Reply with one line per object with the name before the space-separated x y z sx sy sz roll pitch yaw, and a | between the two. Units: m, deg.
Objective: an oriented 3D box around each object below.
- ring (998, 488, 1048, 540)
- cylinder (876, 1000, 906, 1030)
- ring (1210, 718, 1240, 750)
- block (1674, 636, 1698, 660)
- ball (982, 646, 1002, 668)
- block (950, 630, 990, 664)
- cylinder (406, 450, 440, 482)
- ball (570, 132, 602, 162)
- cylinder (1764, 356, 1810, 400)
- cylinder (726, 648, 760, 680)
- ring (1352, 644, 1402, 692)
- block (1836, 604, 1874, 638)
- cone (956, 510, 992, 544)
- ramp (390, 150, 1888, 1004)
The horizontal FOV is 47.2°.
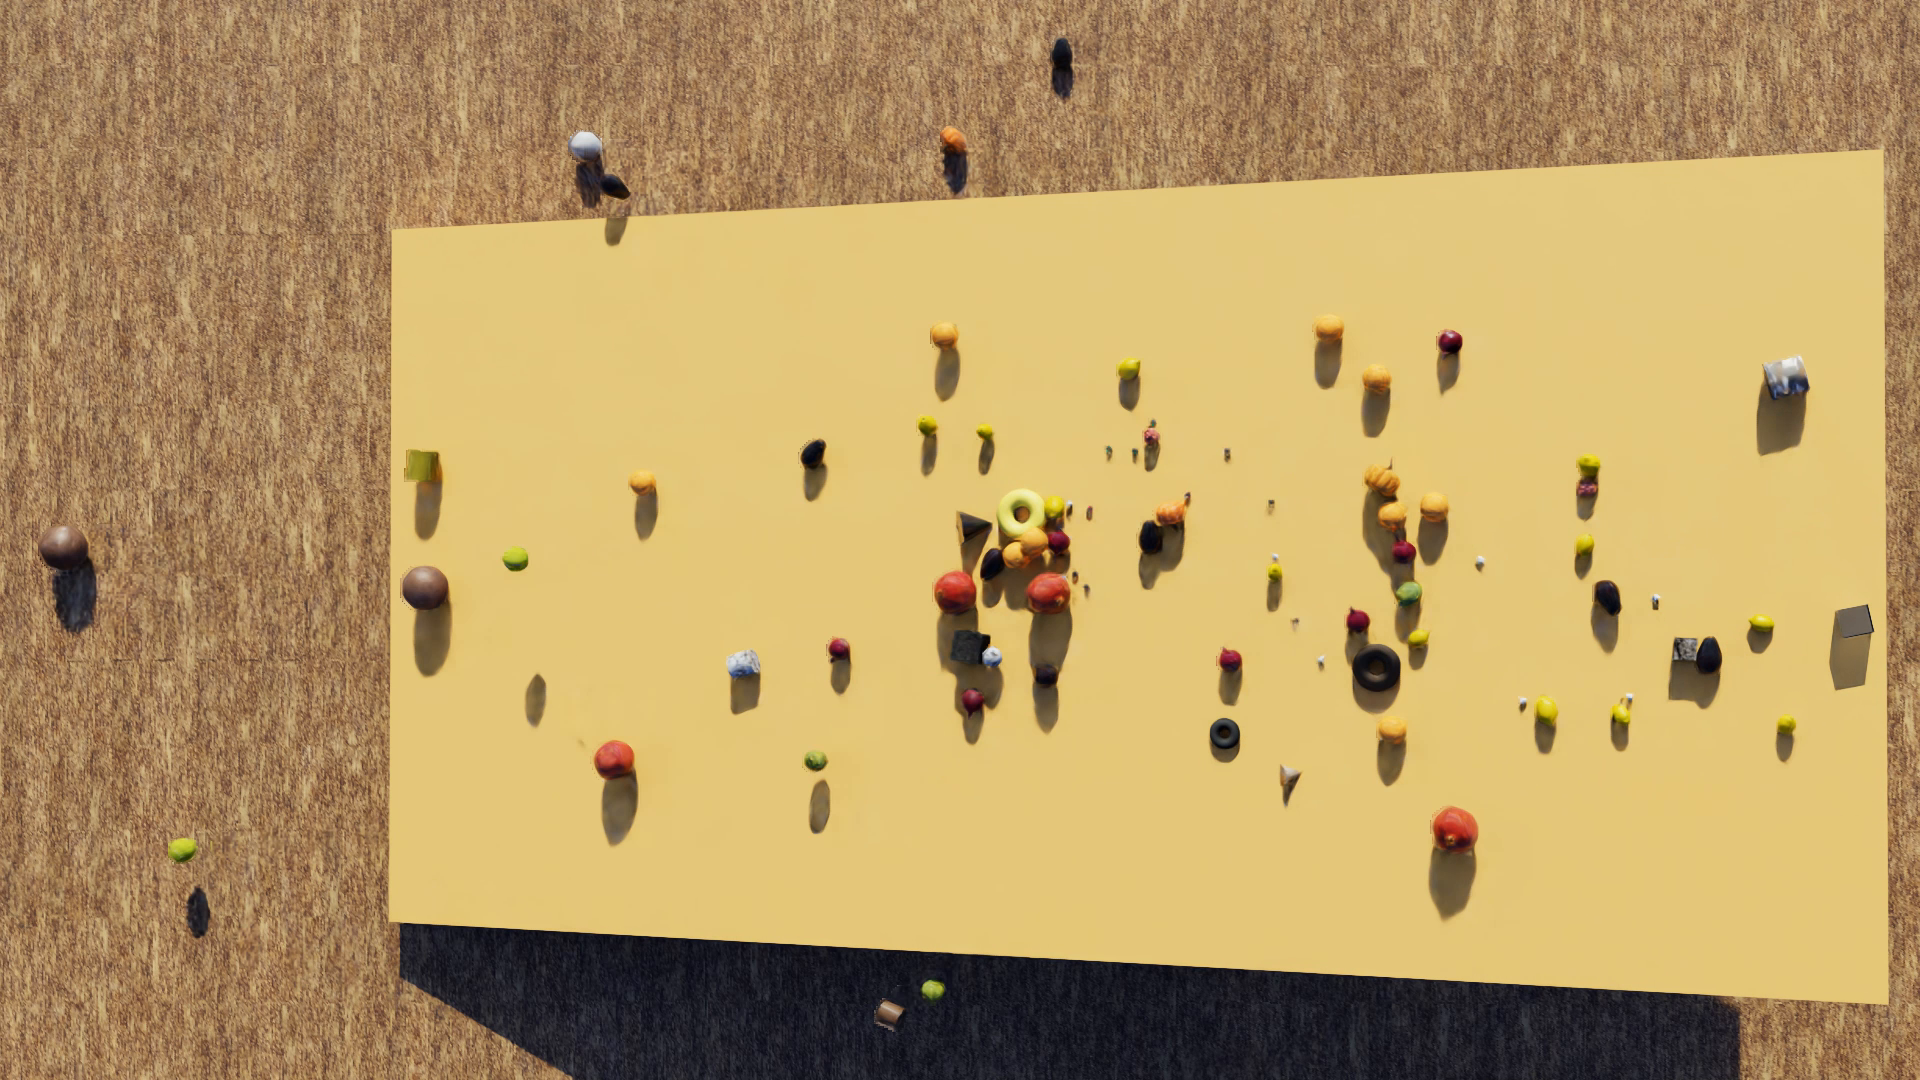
ring | 0.163 -0.066 5.759 0.137 0.046 0.137 0 90 17
cylinder | -0.186 1.282 5.939 0.062 0.062 0.062 23 89 20
ring | 0.674 0.493 5.598 0.080 0.027 0.080 1 92 21
block | 1.732 0.260 5.251 0.053 0.053 0.053 3 90 18
ball | 0.085 0.306 5.755 0.054 0.054 0.054 0 89 0
block | 0.028 0.282 5.781 0.076 0.076 0.076 11 92 17
cylinder | -1.531 -0.211 6.273 0.085 0.085 0.085 7 91 0
ball | -1.093 -1.149 6.426 0.087 0.087 0.087 0 89 0
cylinder | 1.945 -0.381 5.175 0.085 0.085 0.085 -15 89 17
cylinder | -0.590 0.337 5.981 0.067 0.067 0.067 -18 89 17
ring | 1.039 0.318 5.478 0.120 0.040 0.120 0 90 17
block | 2.088 0.189 5.131 0.067 0.067 0.067 -13 85 17
cone | 0.045 -0.038 5.798 0.092 0.092 0.092 -7 89 -9
ramp | 0.275 0.093 5.797 4.000 0.100 2.000 0 89 18
